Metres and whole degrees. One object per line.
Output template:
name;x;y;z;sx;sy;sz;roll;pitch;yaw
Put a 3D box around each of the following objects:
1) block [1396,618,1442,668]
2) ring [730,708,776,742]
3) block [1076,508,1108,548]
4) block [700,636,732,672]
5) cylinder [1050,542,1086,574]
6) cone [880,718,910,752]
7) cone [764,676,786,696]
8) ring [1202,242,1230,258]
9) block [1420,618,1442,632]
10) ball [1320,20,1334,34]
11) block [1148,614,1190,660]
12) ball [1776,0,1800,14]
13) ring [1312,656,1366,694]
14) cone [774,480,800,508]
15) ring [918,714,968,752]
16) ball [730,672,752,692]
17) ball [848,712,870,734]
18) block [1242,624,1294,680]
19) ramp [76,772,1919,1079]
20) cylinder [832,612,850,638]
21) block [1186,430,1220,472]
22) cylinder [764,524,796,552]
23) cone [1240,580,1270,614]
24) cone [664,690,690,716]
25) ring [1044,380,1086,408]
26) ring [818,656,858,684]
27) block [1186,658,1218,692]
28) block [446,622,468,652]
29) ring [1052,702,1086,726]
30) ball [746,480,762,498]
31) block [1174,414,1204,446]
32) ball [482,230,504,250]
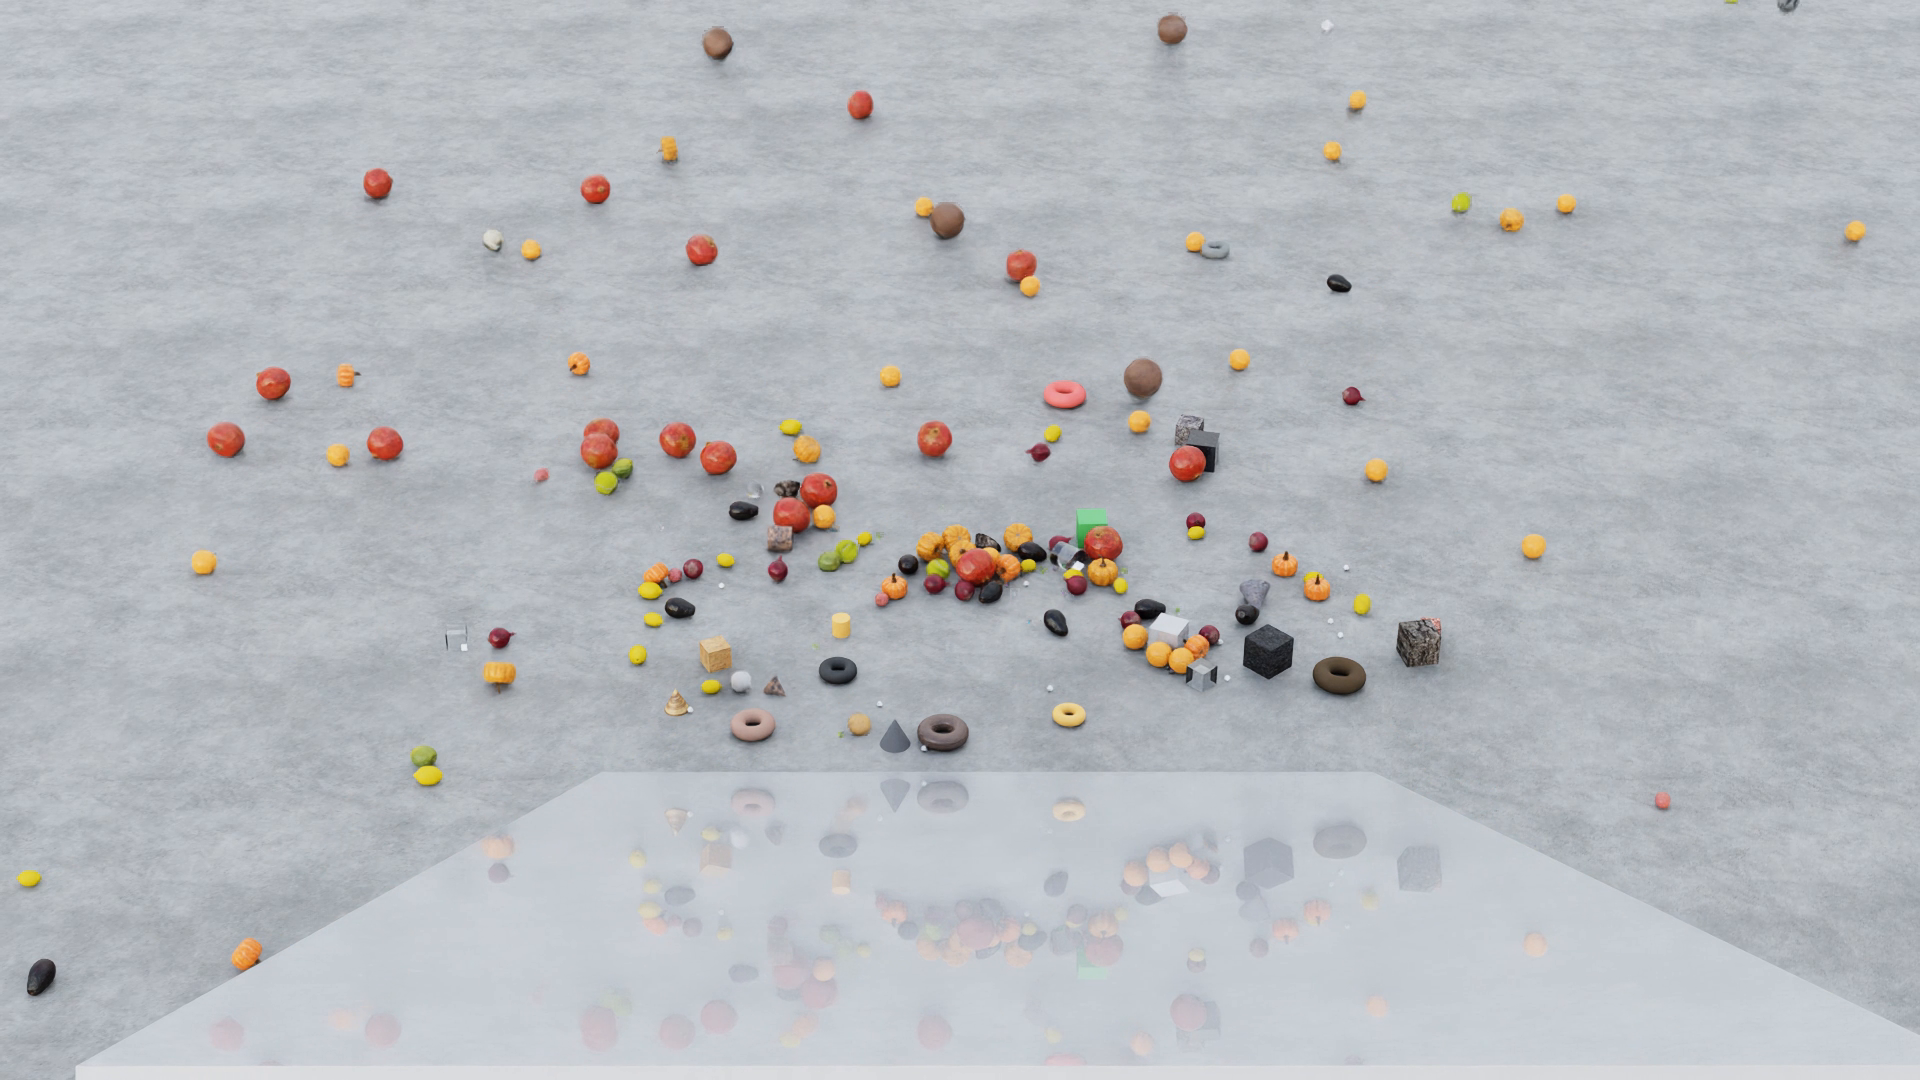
block;1.290;0.290;7.290;0.092;0.092;0.092;-6;32;-10
ring;-0.559;0.499;7.004;0.122;0.041;0.122;-1;33;0
block;0.397;-0.034;7.814;0.087;0.087;0.087;-1;32;-1
block;-0.685;0.320;7.265;0.068;0.068;0.068;-15;35;-23
cylinder;0.321;0.052;7.686;0.076;0.076;0.076;26;40;35
cone;-0.174;0.512;6.942;0.083;0.083;0.083;0;32;0
cone;-0.502;0.413;7.154;0.058;0.058;0.058;37;41;6
ring;0.939;-1.066;9.513;0.109;0.036;0.109;-3;30;2
block;1.338;0.258;7.376;0.054;0.054;0.054;2;32;4
ball;1.616;-2.258;11.402;0.057;0.057;0.057;0;32;0
block;0.590;0.273;7.321;0.086;0.086;0.086;15;35;23
ball;3.708;-2.408;11.606;0.095;0.095;0.095;0;32;0
ring;1.053;0.376;7.193;0.148;0.049;0.148;1;31;-1
cone;-0.528;-0.128;8.011;0.083;0.083;0.083;-8;59;-12
ring;-0.046;0.517;6.969;0.141;0.047;0.141;1;31;-1
ball;-0.603;0.392;7.157;0.059;0.059;0.059;0;32;0
ball;-0.273;0.496;6.990;0.060;0.060;0.060;0;32;0
block;0.863;0.312;7.250;0.097;0.097;0.097;-26;40;-35
ramp;0.071;0.627;4.718;2.000;0.100;4.000;0;-1;0
cylinder;-0.339;0.244;7.401;0.052;0.052;0.052;0;32;0
block;0.768;-0.281;8.203;0.093;0.093;0.093;7;33;11
cylinder;-0.540;-0.006;7.782;0.073;0.073;0.073;11;28;-20
cone;0.858;0.176;7.519;0.092;0.092;0.092;1;61;2
cone;-0.775;0.433;7.081;0.070;0.070;0.070;0;32;0
ring;0.347;-0.482;8.569;0.143;0.048;0.143;1;31;0
ring;-0.340;0.363;7.225;0.108;0.036;0.108;1;32;-1
block;0.670;0.374;7.185;0.060;0.060;0.060;28;41;37
block;-1.426;0.275;7.347;0.056;0.056;0.056;-3;32;-5
ring;0.297;0.475;7.051;0.092;0.031;0.092;1;31;-1
ball;-0.638;-0.158;8.043;0.053;0.053;0.053;0;32;0
block;0.738;-0.349;8.329;0.075;0.075;0.075;11;34;16
ball;-1.718;-1.105;9.539;0.076;0.076;0.076;0;32;0
